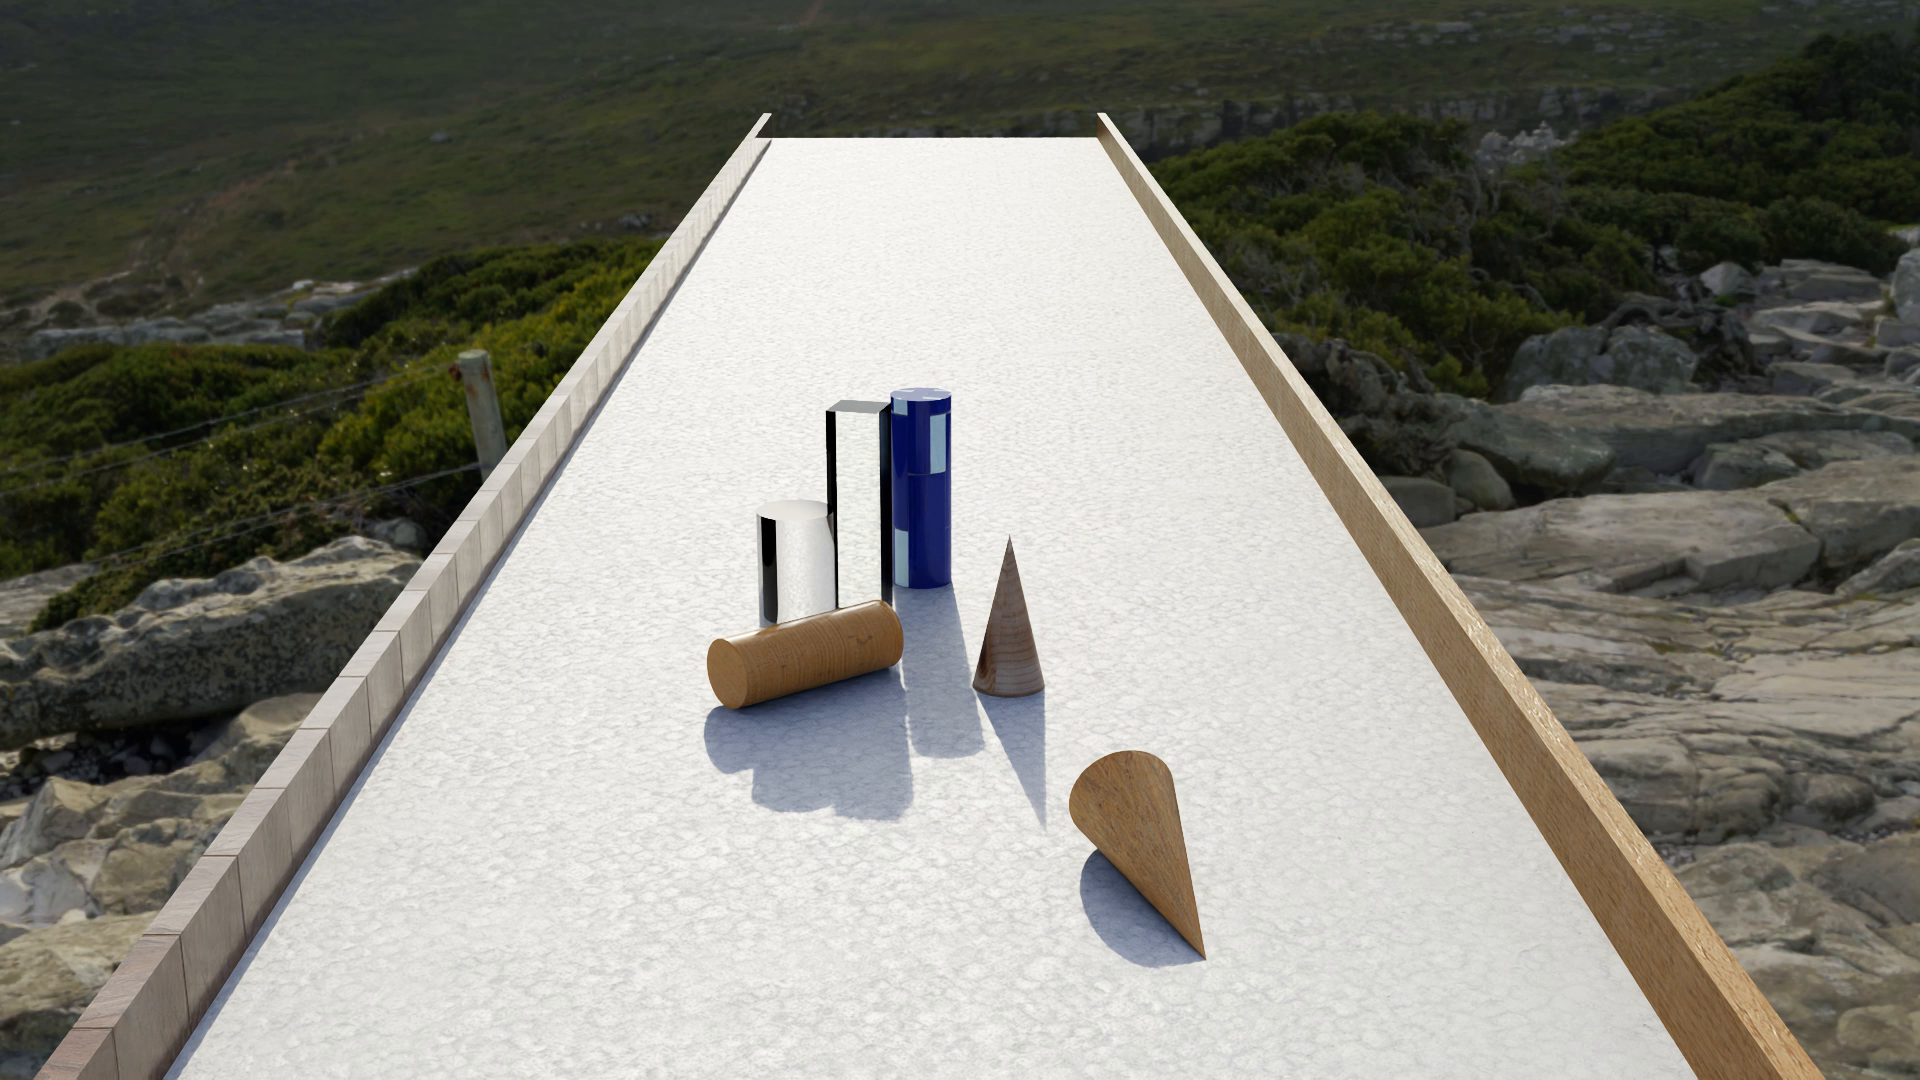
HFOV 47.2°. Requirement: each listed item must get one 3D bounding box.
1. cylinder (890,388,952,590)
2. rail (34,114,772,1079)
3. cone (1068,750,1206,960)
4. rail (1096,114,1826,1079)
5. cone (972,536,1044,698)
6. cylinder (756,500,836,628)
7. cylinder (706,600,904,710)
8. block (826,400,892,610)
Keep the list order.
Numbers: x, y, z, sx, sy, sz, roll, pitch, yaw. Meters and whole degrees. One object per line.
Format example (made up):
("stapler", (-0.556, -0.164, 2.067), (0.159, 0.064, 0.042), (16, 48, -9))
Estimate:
("cylinder", (-0.086, -0.115, 4.866), (0.136, 0.426, 0.136), (0, 17, 0))
("rail", (-1.118, -0.838, 7.780), (0.050, 0.150, 12.000), (0, 17, -1))
("cone", (0.308, 0.510, 3.358), (0.176, 0.176, 0.420), (-4, 29, -13))
("rail", (0.932, -0.844, 7.801), (0.050, 0.150, 12.000), (0, 17, -1))
("cone", (0.095, 0.134, 4.235), (0.142, 0.308, 0.142), (0, 17, 0))
("cylinder", (-0.326, 0.087, 4.398), (0.155, 0.306, 0.155), (0, 17, 0))
("cylinder", (-0.296, 0.218, 4.253), (0.371, 0.137, 0.137), (-13, 21, -38))
("block", (-0.212, -0.063, 4.648), (0.110, 0.450, 0.110), (4, 17, 14))
